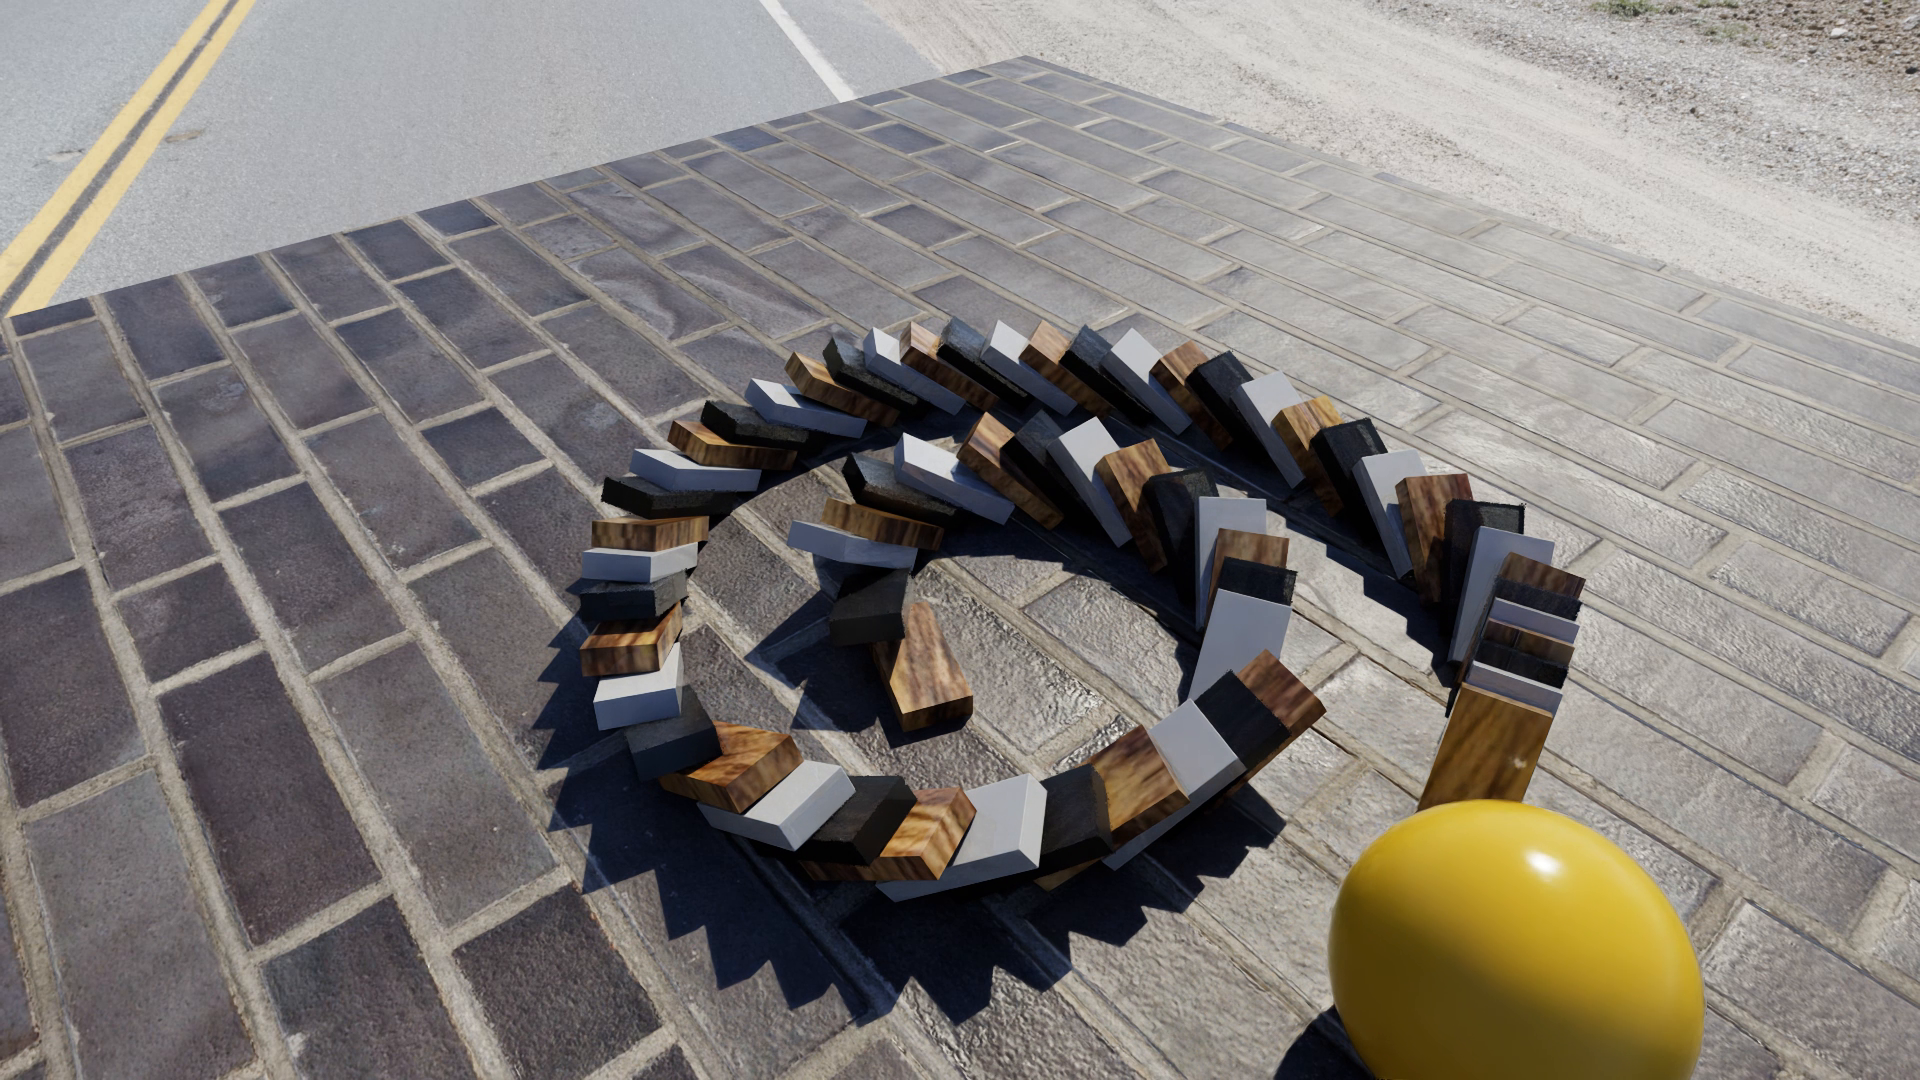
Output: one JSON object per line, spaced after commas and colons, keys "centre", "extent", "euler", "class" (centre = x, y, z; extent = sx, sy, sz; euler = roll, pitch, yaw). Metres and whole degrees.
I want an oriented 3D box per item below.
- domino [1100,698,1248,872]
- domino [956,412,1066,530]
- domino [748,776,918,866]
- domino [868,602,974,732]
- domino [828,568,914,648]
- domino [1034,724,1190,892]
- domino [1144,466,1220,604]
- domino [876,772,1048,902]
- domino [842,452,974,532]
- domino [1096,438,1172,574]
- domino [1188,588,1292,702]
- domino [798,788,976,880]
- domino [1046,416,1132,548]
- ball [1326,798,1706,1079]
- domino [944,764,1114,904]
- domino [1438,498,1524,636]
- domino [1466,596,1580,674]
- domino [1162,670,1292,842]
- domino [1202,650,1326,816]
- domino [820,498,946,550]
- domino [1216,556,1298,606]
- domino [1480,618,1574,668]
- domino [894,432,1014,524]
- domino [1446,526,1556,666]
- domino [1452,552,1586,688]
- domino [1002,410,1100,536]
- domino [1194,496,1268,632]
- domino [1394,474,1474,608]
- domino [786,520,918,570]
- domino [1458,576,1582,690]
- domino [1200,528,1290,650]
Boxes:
{"centre": [0.058, 0.074, 0.333], "extent": [0.050, 0.010, 0.025], "euler": [-39, 46, 5], "class": "domino"}
{"centre": [0.024, -0.029, 0.457], "extent": [0.050, 0.010, 0.025], "euler": [37, 42, -10], "class": "domino"}
{"centre": [-0.039, 0.082, 0.323], "extent": [0.050, 0.009, 0.025], "euler": [-12, 27, 43], "class": "domino"}
{"centre": [-0.016, 0.044, 0.390], "extent": [0.025, 0.010, 0.050], "euler": [-13, 41, -15], "class": "domino"}
{"centre": [-0.031, 0.023, 0.398], "extent": [0.025, 0.010, 0.050], "euler": [-7, 16, 3], "class": "domino"}
{"centre": [0.040, 0.079, 0.326], "extent": [0.050, 0.010, 0.025], "euler": [-35, 42, 9], "class": "domino"}
{"centre": [0.091, -0.002, 0.427], "extent": [0.025, 0.009, 0.050], "euler": [-10, 72, -12], "class": "domino"}
{"centre": [0.000, 0.086, 0.316], "extent": [0.050, 0.009, 0.025], "euler": [-23, 33, 29], "class": "domino"}
{"centre": [-0.021, -0.019, 0.447], "extent": [0.050, 0.010, 0.025], "euler": [15, 26, -31], "class": "domino"}
{"centre": [0.077, -0.014, 0.440], "extent": [0.025, 0.009, 0.050], "euler": [-20, 76, -25], "class": "domino"}
{"centre": [0.092, 0.044, 0.369], "extent": [0.025, 0.010, 0.050], "euler": [15, 76, 17], "class": "domino"}
{"centre": [-0.022, 0.085, 0.319], "extent": [0.050, 0.010, 0.025], "euler": [-15, 27, 39], "class": "domino"}
{"centre": [0.060, -0.024, 0.451], "extent": [0.025, 0.010, 0.050], "euler": [-30, 82, -37], "class": "domino"}
{"centre": [0.130, 0.103, 0.262], "extent": [0.080, 0.080, 0.080], "euler": [0, 39, 0], "class": "ball"}
{"centre": [0.019, 0.086, 0.320], "extent": [0.050, 0.009, 0.025], "euler": [-25, 35, 18], "class": "domino"}
{"centre": [0.193, 0.011, 0.406], "extent": [0.025, 0.009, 0.050], "euler": [7, 79, 8], "class": "domino"}
{"centre": [0.178, 0.046, 0.357], "extent": [0.025, 0.050, 0.010], "euler": [19, 10, 22], "class": "domino"}
{"centre": [0.074, 0.067, 0.341], "extent": [0.050, 0.009, 0.025], "euler": [-42, 48, 2], "class": "domino"}
{"centre": [0.088, 0.061, 0.349], "extent": [0.050, 0.009, 0.025], "euler": [-42, 48, 2], "class": "domino"}
{"centre": [-0.029, -0.006, 0.426], "extent": [0.025, 0.010, 0.050], "euler": [19, 4, 26], "class": "domino"}
{"centre": [0.099, 0.033, 0.382], "extent": [0.025, 0.009, 0.050], "euler": [12, 75, 13], "class": "domino"}
{"centre": [0.173, 0.053, 0.349], "extent": [0.025, 0.050, 0.010], "euler": [19, 10, 22], "class": "domino"}
{"centre": [-0.003, -0.025, 0.455], "extent": [0.050, 0.009, 0.025], "euler": [22, 28, -17], "class": "domino"}
{"centre": [0.193, 0.022, 0.393], "extent": [0.025, 0.009, 0.050], "euler": [14, 80, 15], "class": "domino"}
{"centre": [0.193, 0.032, 0.380], "extent": [0.025, 0.009, 0.050], "euler": [23, 82, 19], "class": "domino"}
{"centre": [0.043, -0.028, 0.456], "extent": [0.050, 0.010, 0.025], "euler": [46, 46, -2], "class": "domino"}
{"centre": [0.101, 0.009, 0.411], "extent": [0.025, 0.010, 0.050], "euler": [2, 73, 2], "class": "domino"}
{"centre": [0.187, 0.000, 0.423], "extent": [0.025, 0.010, 0.050], "euler": [-4, 72, -5], "class": "domino"}
{"centre": [-0.040, 0.002, 0.415], "extent": [0.025, 0.009, 0.050], "euler": [15, 2, 28], "class": "domino"}
{"centre": [0.184, 0.040, 0.365], "extent": [0.025, 0.050, 0.010], "euler": [18, 10, 21], "class": "domino"}
{"centre": [0.102, 0.022, 0.396], "extent": [0.025, 0.010, 0.050], "euler": [9, 74, 11], "class": "domino"}
